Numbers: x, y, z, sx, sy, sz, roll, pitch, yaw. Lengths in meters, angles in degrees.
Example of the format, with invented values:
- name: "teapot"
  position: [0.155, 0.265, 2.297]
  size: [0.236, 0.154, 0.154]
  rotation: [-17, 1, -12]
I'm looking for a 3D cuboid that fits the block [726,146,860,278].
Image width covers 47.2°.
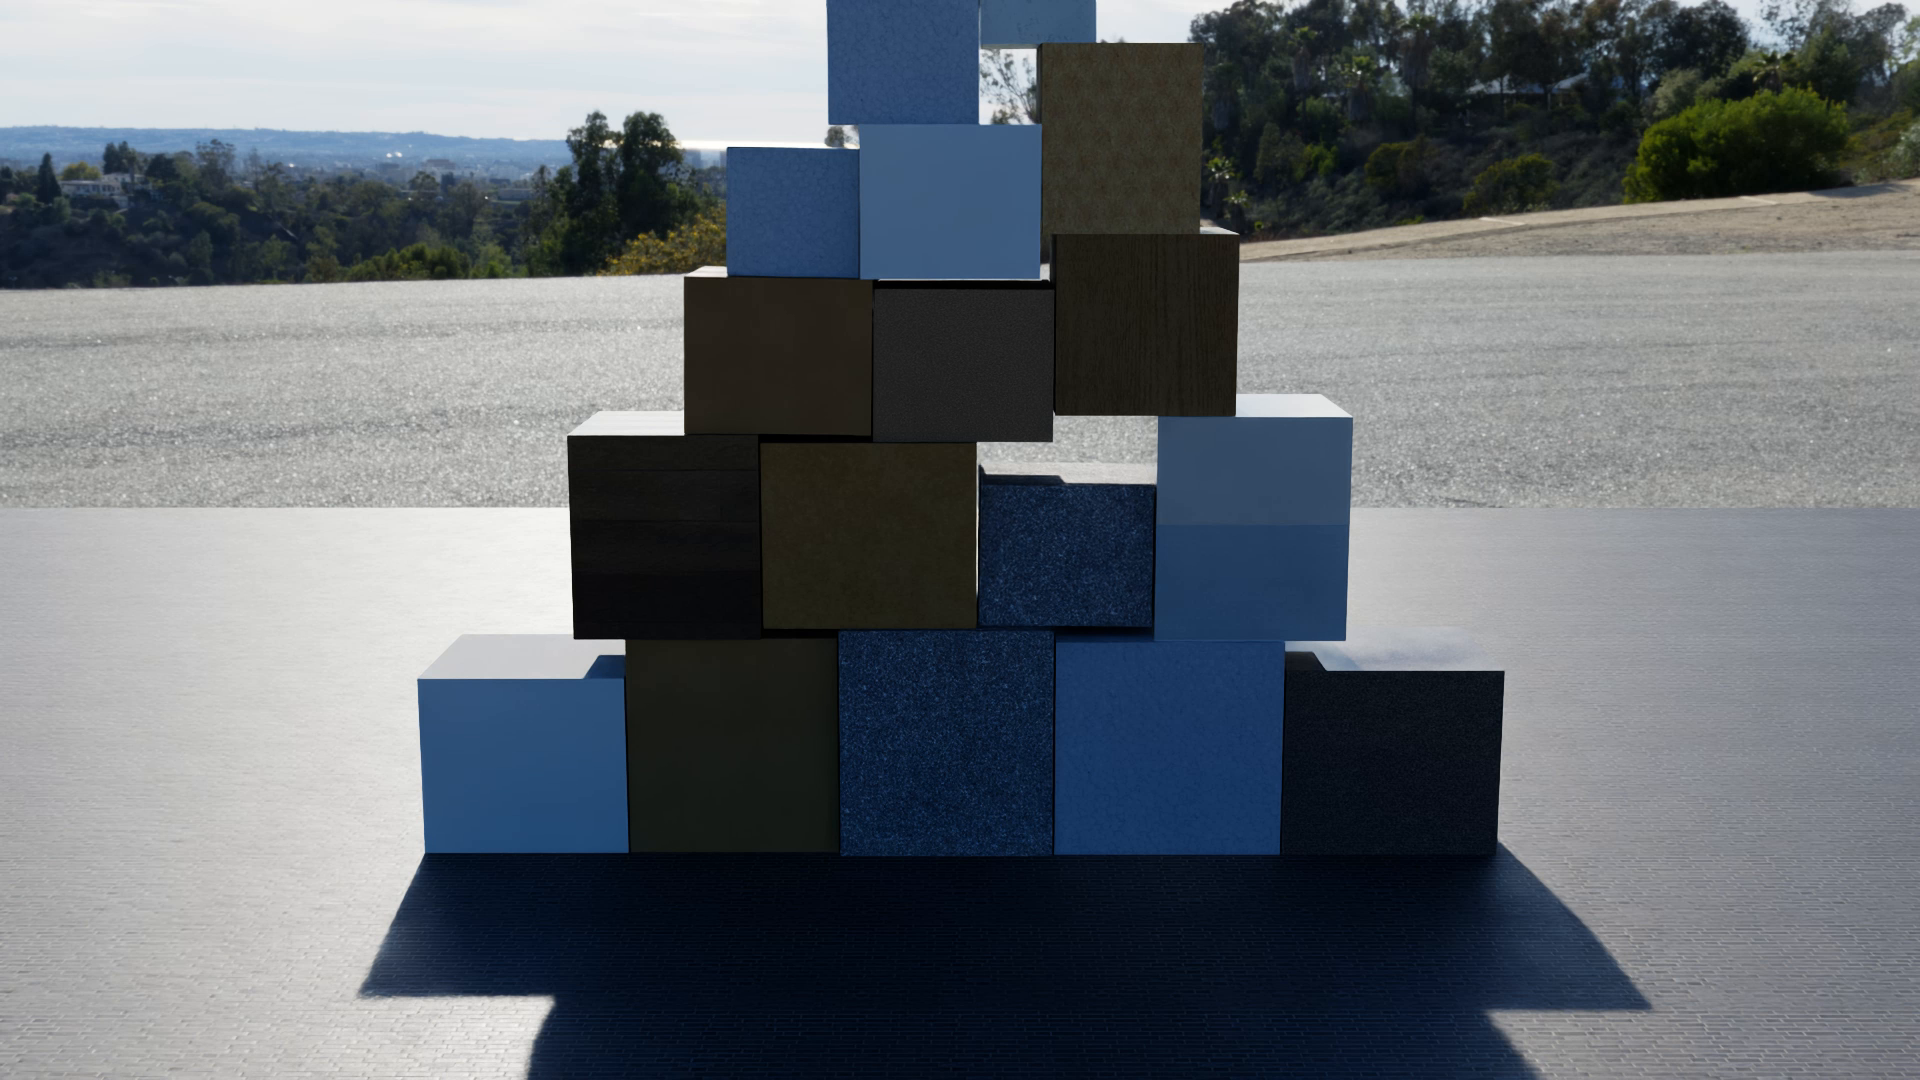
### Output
- name: "block"
  position: [-0.803, -1.632, 10.888]
  size: [0.638, 0.615, 0.645]
  rotation: [1, 10, 0]

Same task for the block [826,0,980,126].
- name: "block"
  position: [-0.270, -2.381, 10.733]
  size: [0.721, 0.696, 0.618]
  rotation: [0, 10, 0]

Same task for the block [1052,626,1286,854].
- name: "block"
  position: [1.030, 0.941, 11.364]
  size: [1.122, 1.082, 1.042]
  rotation: [0, 10, 0]

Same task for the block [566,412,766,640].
- name: "block"
  position: [-1.433, -0.093, 11.145]
  size: [0.920, 1.009, 0.945]
  rotation: [0, 10, 0]

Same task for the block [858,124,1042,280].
- name: "block"
  position: [-0.046, -1.679, 10.863]
  size: [0.863, 0.730, 0.837]
  rotation: [0, 10, 0]

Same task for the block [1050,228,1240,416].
- name: "block"
  position: [0.898, -1.105, 10.977]
  size: [0.873, 0.871, 0.847]
  rotation: [0, 10, 0]

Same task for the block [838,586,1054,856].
- name: "block"
  position: [-0.067, 0.911, 11.355]
  size: [1.052, 1.145, 1.085]
  rotation: [0, 10, 0]

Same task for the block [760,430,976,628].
- name: "block"
  position: [-0.441, -0.103, 11.170]
  size: [1.045, 0.915, 0.964]
  rotation: [0, 10, 0]

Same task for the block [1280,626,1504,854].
- name: "block"
  position: [2.136, 1.015, 11.349]
  size: [1.070, 0.942, 0.985]
  rotation: [0, 10, 0]

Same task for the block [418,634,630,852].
- name: "block"
  position: [-2.163, 1.033, 11.384]
  size: [1.016, 0.895, 0.991]
  rotation: [0, 10, 0]

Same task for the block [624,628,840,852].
- name: "block"
  position: [-1.124, 0.934, 11.369]
  size: [1.041, 1.094, 0.973]
  rotation: [0, 10, 0]

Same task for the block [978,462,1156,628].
- name: "block"
  position: [0.522, 0.010, 11.162]
  size: [0.852, 0.698, 0.784]
  rotation: [1, 10, 0]

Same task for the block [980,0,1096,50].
- name: "block"
  position: [0.368, -2.704, 10.696]
  size: [0.555, 0.593, 0.607]
  rotation: [-1, 10, 0]

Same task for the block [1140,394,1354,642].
- name: "block"
  position: [1.423, -0.135, 11.168]
  size: [0.940, 1.106, 0.976]
  rotation: [0, 10, 0]

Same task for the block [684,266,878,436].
- name: "block"
  position: [-0.875, -0.958, 10.992]
  size: [0.903, 0.751, 0.859]
  rotation: [1, 10, 0]

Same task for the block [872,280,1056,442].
- name: "block"
  position: [0.017, -0.911, 10.999]
  size: [0.872, 0.736, 0.816]
  rotation: [0, 10, 0]

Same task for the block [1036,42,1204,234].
- name: "block"
  position: [0.765, -1.970, 10.807]
  size: [0.758, 0.892, 0.827]
  rotation: [0, 10, 0]
